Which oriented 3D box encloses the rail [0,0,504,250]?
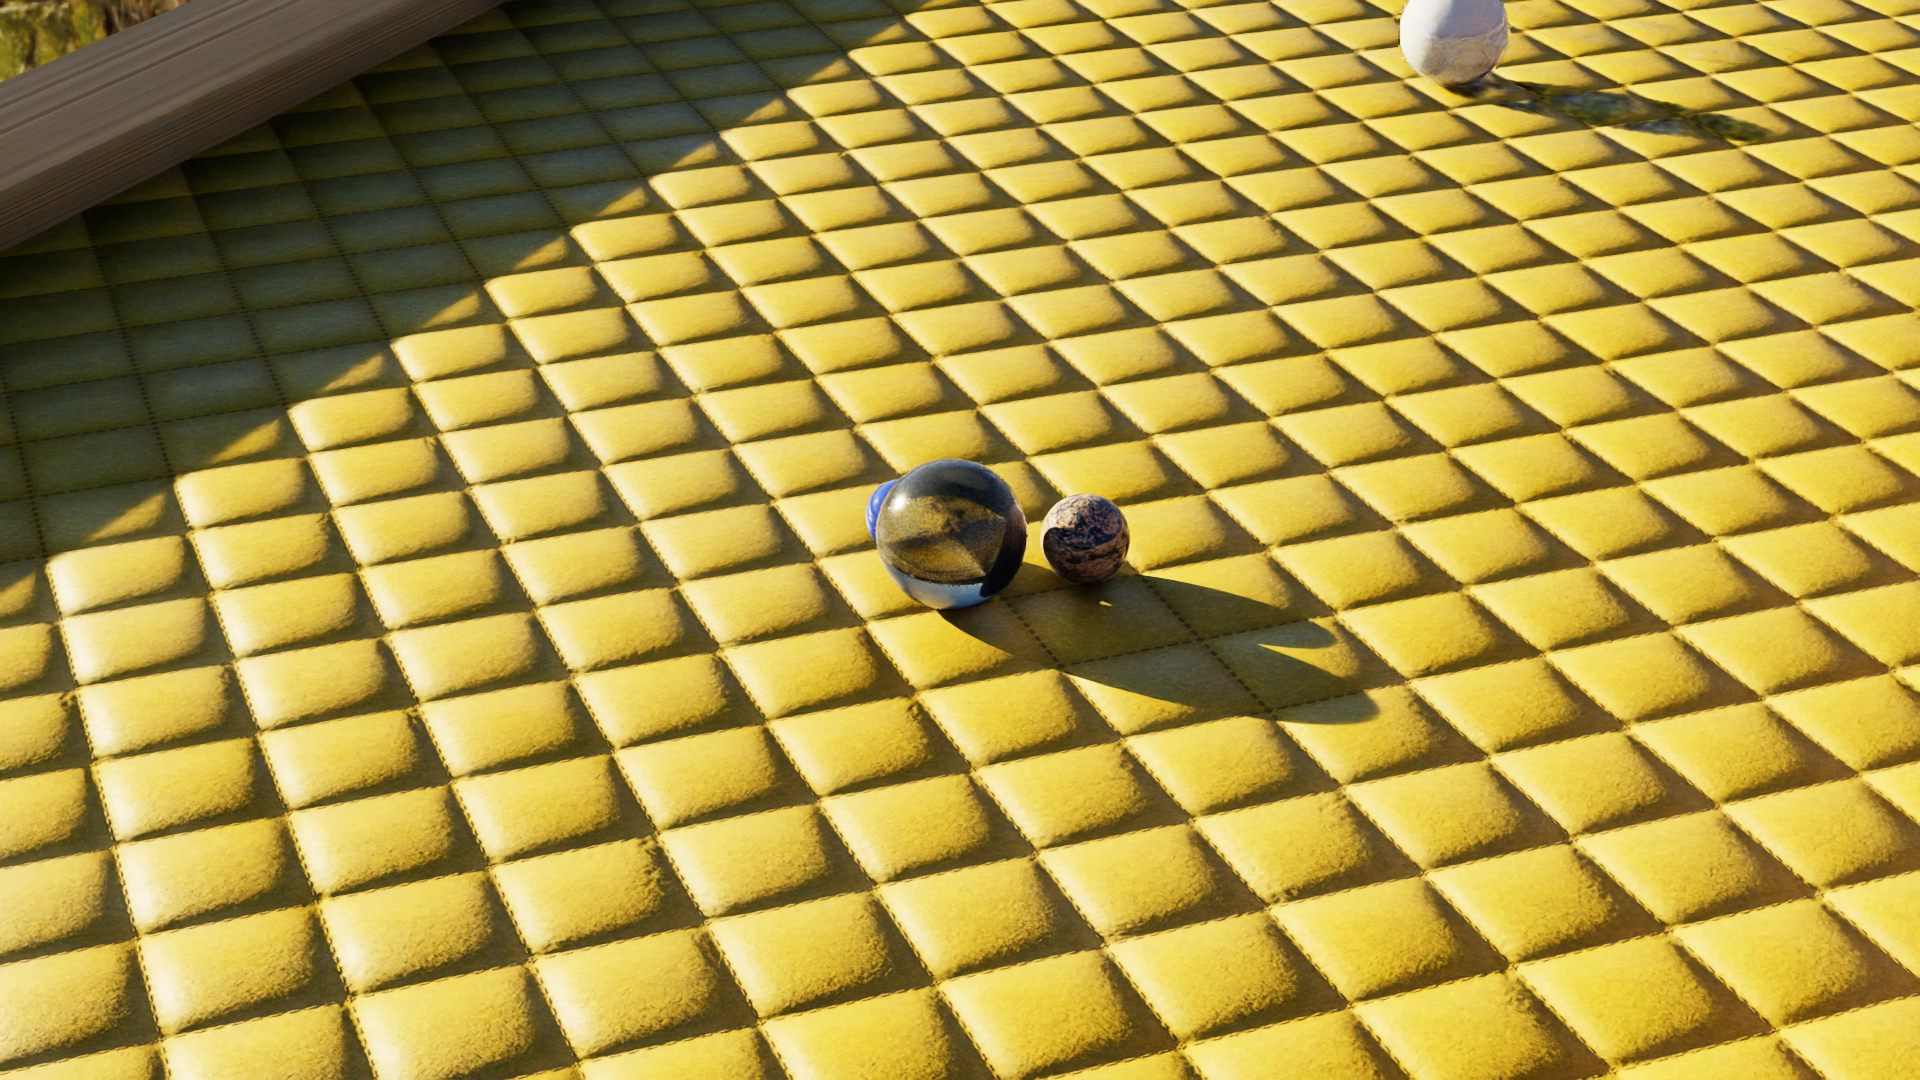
[{"bbox_3d":[-0.452,-0.551,2.780,0.045,0.126,3.495,11,29,21],"label":"rail"}]

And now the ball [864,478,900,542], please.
[{"bbox_3d":[-0.035,-0.015,1.811,0.046,0.046,0.046,0,27,0],"label":"ball"}]

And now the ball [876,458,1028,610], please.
[{"bbox_3d":[-0.005,-0.003,1.740,0.090,0.090,0.090,0,27,0],"label":"ball"}]

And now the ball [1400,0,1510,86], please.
[{"bbox_3d":[0.441,-0.454,2.622,0.097,0.097,0.097,0,27,0],"label":"ball"}]

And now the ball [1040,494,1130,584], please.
[{"bbox_3d":[0.076,-0.001,1.775,0.055,0.055,0.055,0,27,0],"label":"ball"}]
